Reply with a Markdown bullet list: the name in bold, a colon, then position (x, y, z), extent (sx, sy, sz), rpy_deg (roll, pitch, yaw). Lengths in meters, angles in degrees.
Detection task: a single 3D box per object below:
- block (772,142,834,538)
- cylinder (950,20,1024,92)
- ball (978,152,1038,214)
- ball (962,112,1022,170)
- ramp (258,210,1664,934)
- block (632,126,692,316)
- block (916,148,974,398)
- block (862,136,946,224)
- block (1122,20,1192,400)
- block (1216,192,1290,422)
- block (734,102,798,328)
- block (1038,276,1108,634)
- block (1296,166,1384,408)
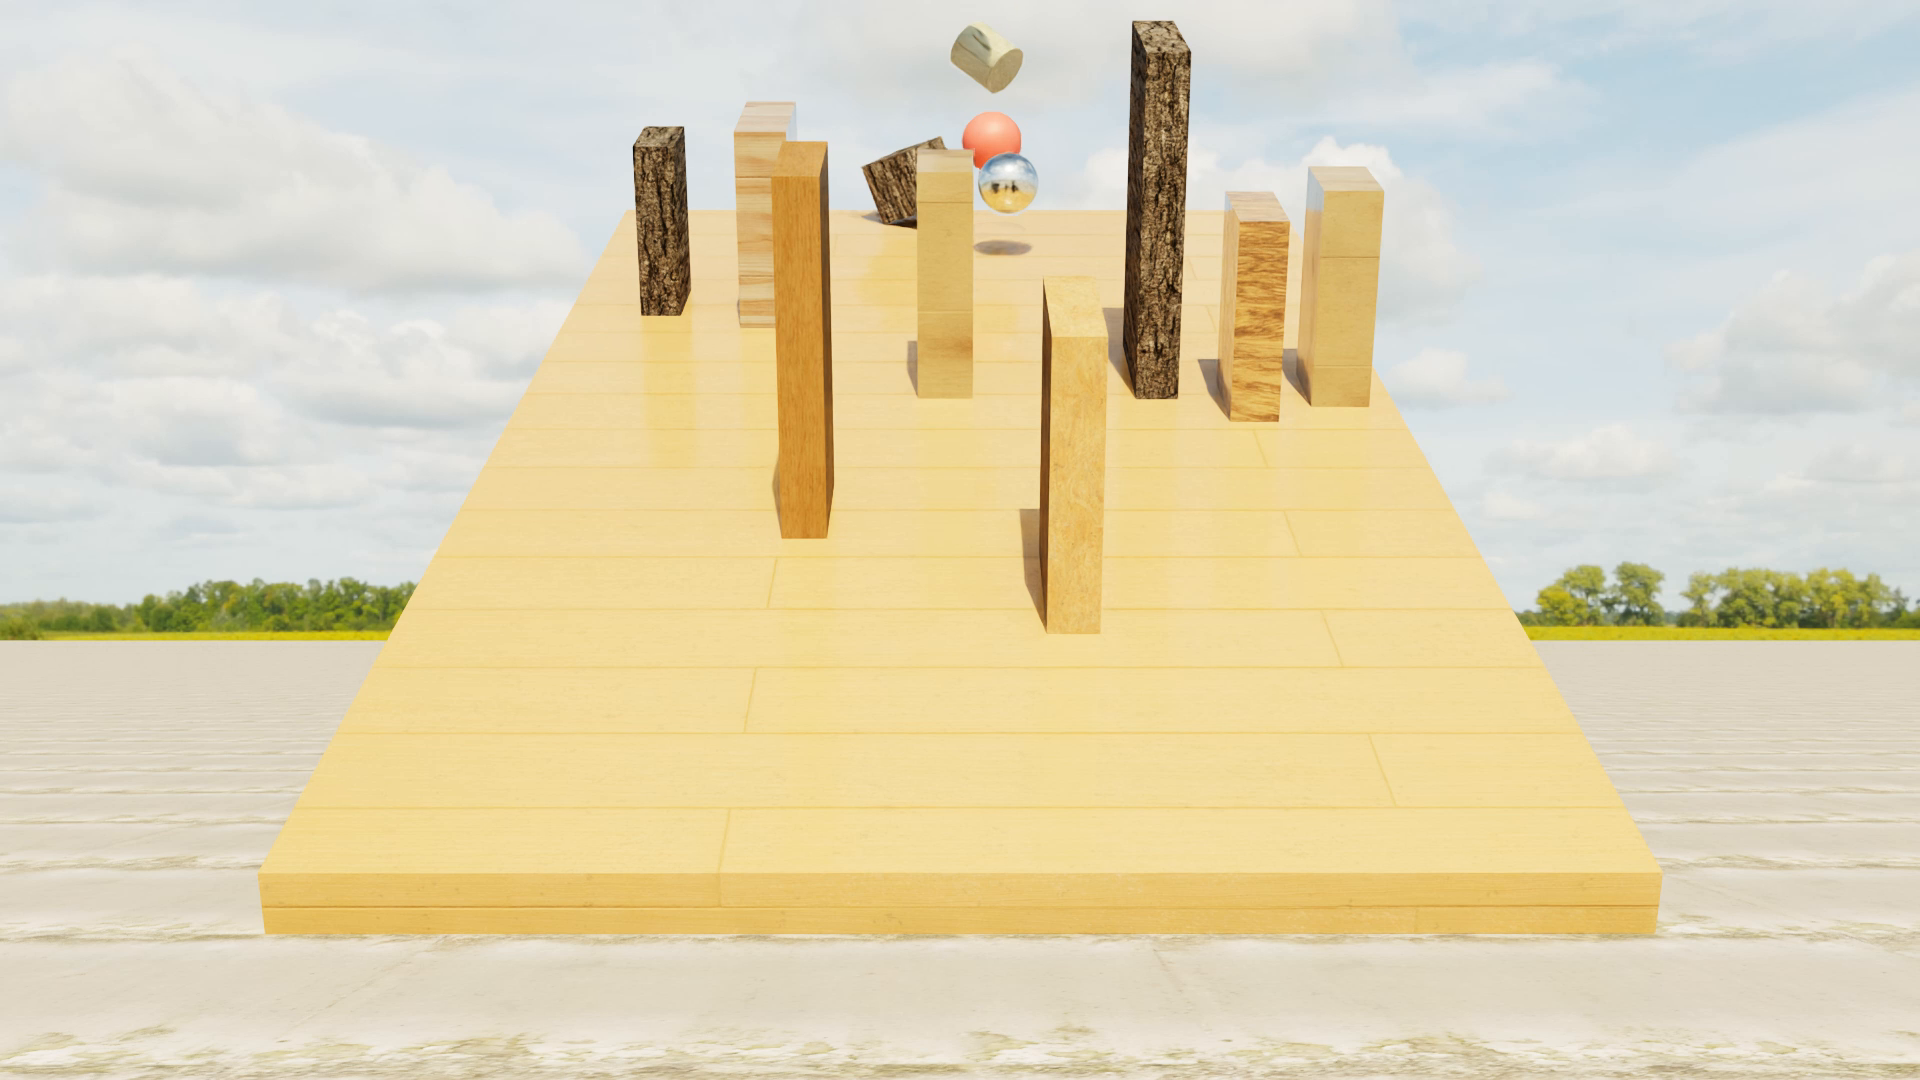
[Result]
- **block**: position (-0.303, -0.391, 4.468), extent (0.088, 0.713, 0.310), rpy_deg (0, 22, 0)
- **cylinder**: position (0.082, -1.478, 7.013), extent (0.158, 0.158, 0.158), rpy_deg (41, 14, 21)
- **ball**: position (0.134, -0.995, 6.391), extent (0.170, 0.170, 0.170), rpy_deg (0, -2, 0)
- **ball**: position (0.096, -1.200, 6.904), extent (0.181, 0.181, 0.181), rpy_deg (0, -2, 0)
- **ramp**: position (-0.006, -0.219, 5.137), extent (2.000, 0.100, 4.000), rpy_deg (0, 22, 0)
- **block**: position (-0.769, -0.827, 5.934), extent (0.103, 0.438, 0.254), rpy_deg (0, 22, 0)
- **block**: position (-0.034, -0.614, 5.283), extent (0.126, 0.527, 0.243), rpy_deg (0, 22, 0)
- **block**: position (-0.141, -1.066, 6.790), extent (0.181, 0.181, 0.181), rpy_deg (-10, 16, 41)
- **block**: position (0.452, -0.771, 5.320), extent (0.097, 0.791, 0.434), rpy_deg (0, 22, 0)
- **block**: position (0.657, -0.528, 5.164), extent (0.109, 0.457, 0.284), rpy_deg (0, 22, 0)
- **block**: position (-0.491, -0.840, 5.885), extent (0.129, 0.498, 0.393), rpy_deg (0, 22, 0)
- **block**: position (0.200, -0.159, 4.116), extent (0.094, 0.544, 0.391), rpy_deg (0, 22, 0)
- **block**: position (0.865, -0.580, 5.238), extent (0.132, 0.499, 0.247), rpy_deg (0, 22, 0)
